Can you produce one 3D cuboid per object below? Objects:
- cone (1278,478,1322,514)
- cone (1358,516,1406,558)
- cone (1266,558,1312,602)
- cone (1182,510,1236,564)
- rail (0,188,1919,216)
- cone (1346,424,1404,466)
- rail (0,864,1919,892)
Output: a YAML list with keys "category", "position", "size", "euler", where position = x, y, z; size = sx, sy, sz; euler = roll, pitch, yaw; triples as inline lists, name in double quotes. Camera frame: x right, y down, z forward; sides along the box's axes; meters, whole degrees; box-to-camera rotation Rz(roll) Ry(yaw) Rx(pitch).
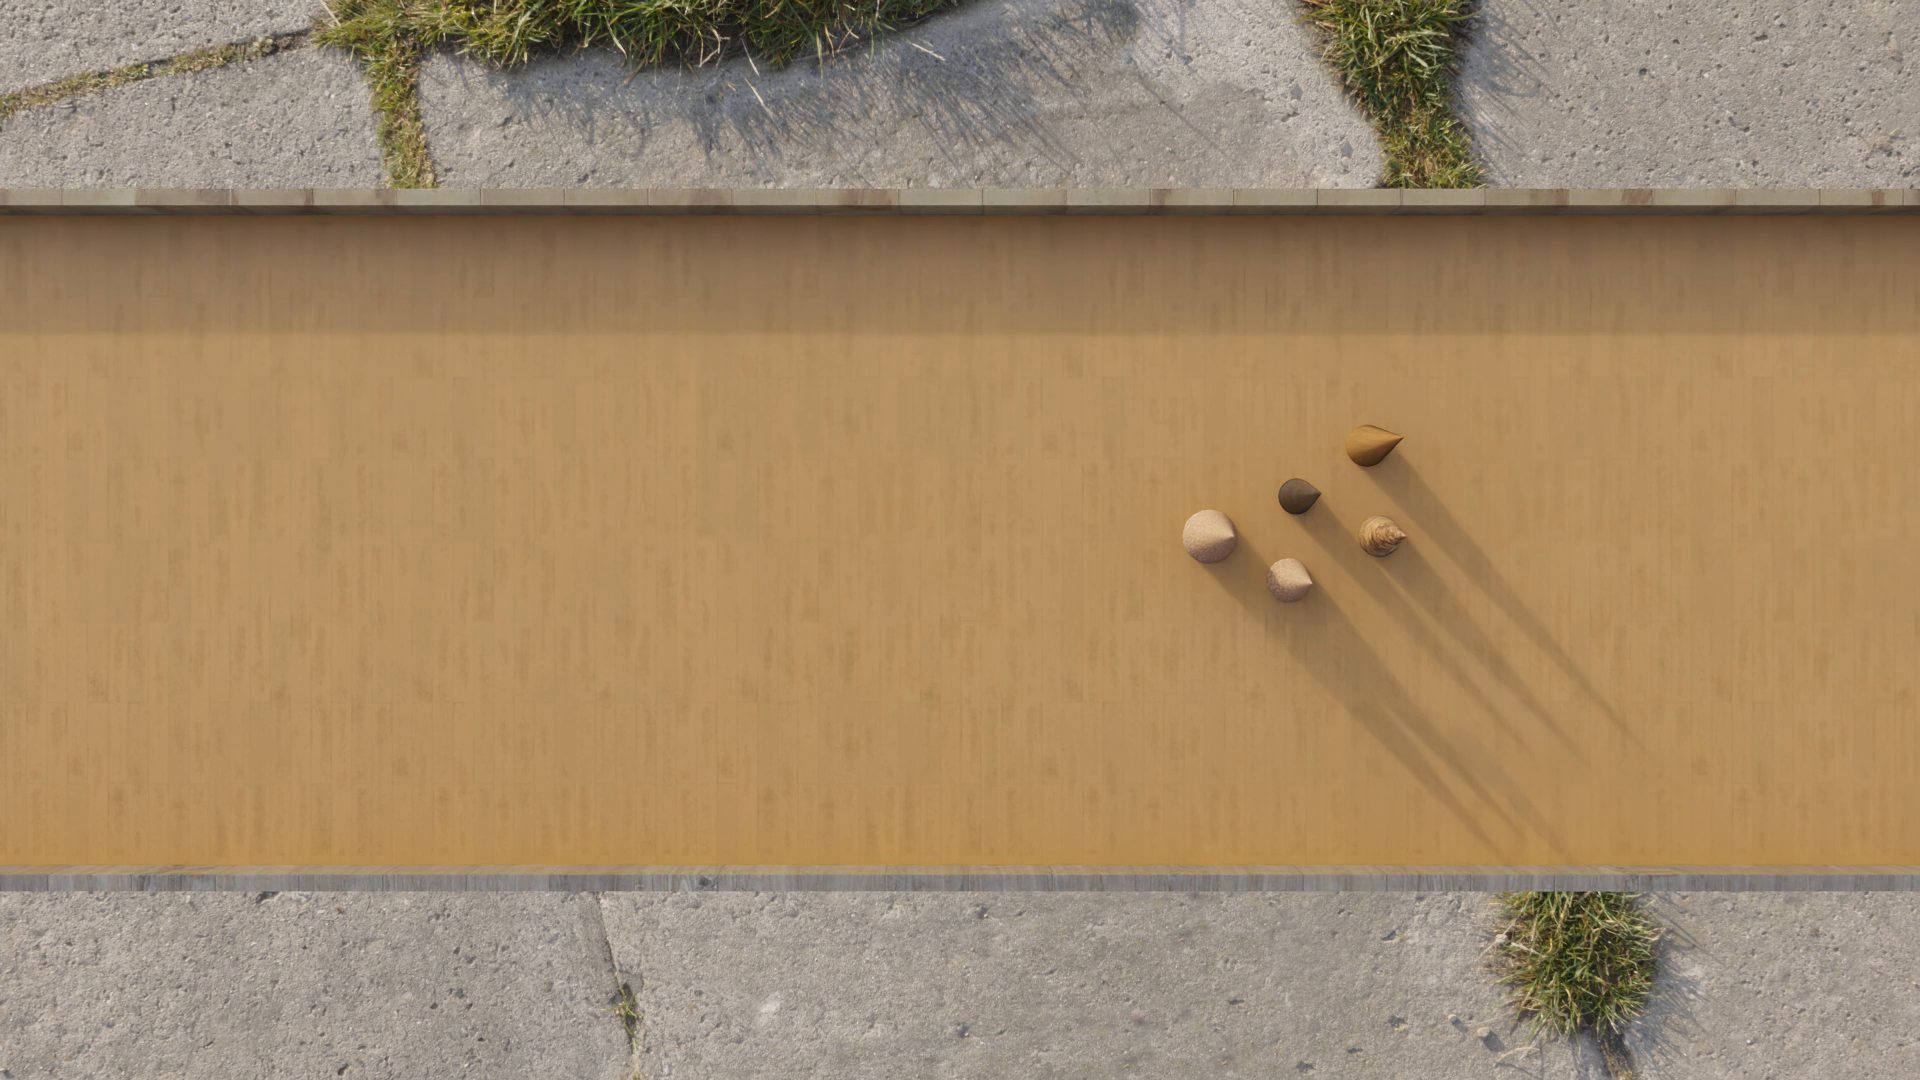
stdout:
- category: "cone"
  position: [1.035, -0.134, 4.897]
  size: [0.111, 0.359, 0.111]
  euler: [0, 90, 0]
- category: "cone"
  position: [1.291, -0.012, 4.920]
  size: [0.130, 0.313, 0.130]
  euler: [0, 90, 0]
- category: "cone"
  position: [1.012, 0.125, 4.906]
  size: [0.136, 0.342, 0.136]
  euler: [0, 90, 0]
- category: "cone"
  position: [0.769, -0.010, 4.851]
  size: [0.166, 0.452, 0.166]
  euler: [0, 90, 0]
- category: "rail"
  position: [-2.247, -1.025, 5.002]
  size: [12.000, 0.150, 0.050]
  euler: [0, 90, 0]
- category: "cone"
  position: [1.253, -0.290, 4.865]
  size: [0.129, 0.422, 0.129]
  euler: [0, 90, 0]
- category: "rail"
  position: [-2.247, 1.025, 5.001]
  size: [12.000, 0.150, 0.050]
  euler: [0, 90, 0]
